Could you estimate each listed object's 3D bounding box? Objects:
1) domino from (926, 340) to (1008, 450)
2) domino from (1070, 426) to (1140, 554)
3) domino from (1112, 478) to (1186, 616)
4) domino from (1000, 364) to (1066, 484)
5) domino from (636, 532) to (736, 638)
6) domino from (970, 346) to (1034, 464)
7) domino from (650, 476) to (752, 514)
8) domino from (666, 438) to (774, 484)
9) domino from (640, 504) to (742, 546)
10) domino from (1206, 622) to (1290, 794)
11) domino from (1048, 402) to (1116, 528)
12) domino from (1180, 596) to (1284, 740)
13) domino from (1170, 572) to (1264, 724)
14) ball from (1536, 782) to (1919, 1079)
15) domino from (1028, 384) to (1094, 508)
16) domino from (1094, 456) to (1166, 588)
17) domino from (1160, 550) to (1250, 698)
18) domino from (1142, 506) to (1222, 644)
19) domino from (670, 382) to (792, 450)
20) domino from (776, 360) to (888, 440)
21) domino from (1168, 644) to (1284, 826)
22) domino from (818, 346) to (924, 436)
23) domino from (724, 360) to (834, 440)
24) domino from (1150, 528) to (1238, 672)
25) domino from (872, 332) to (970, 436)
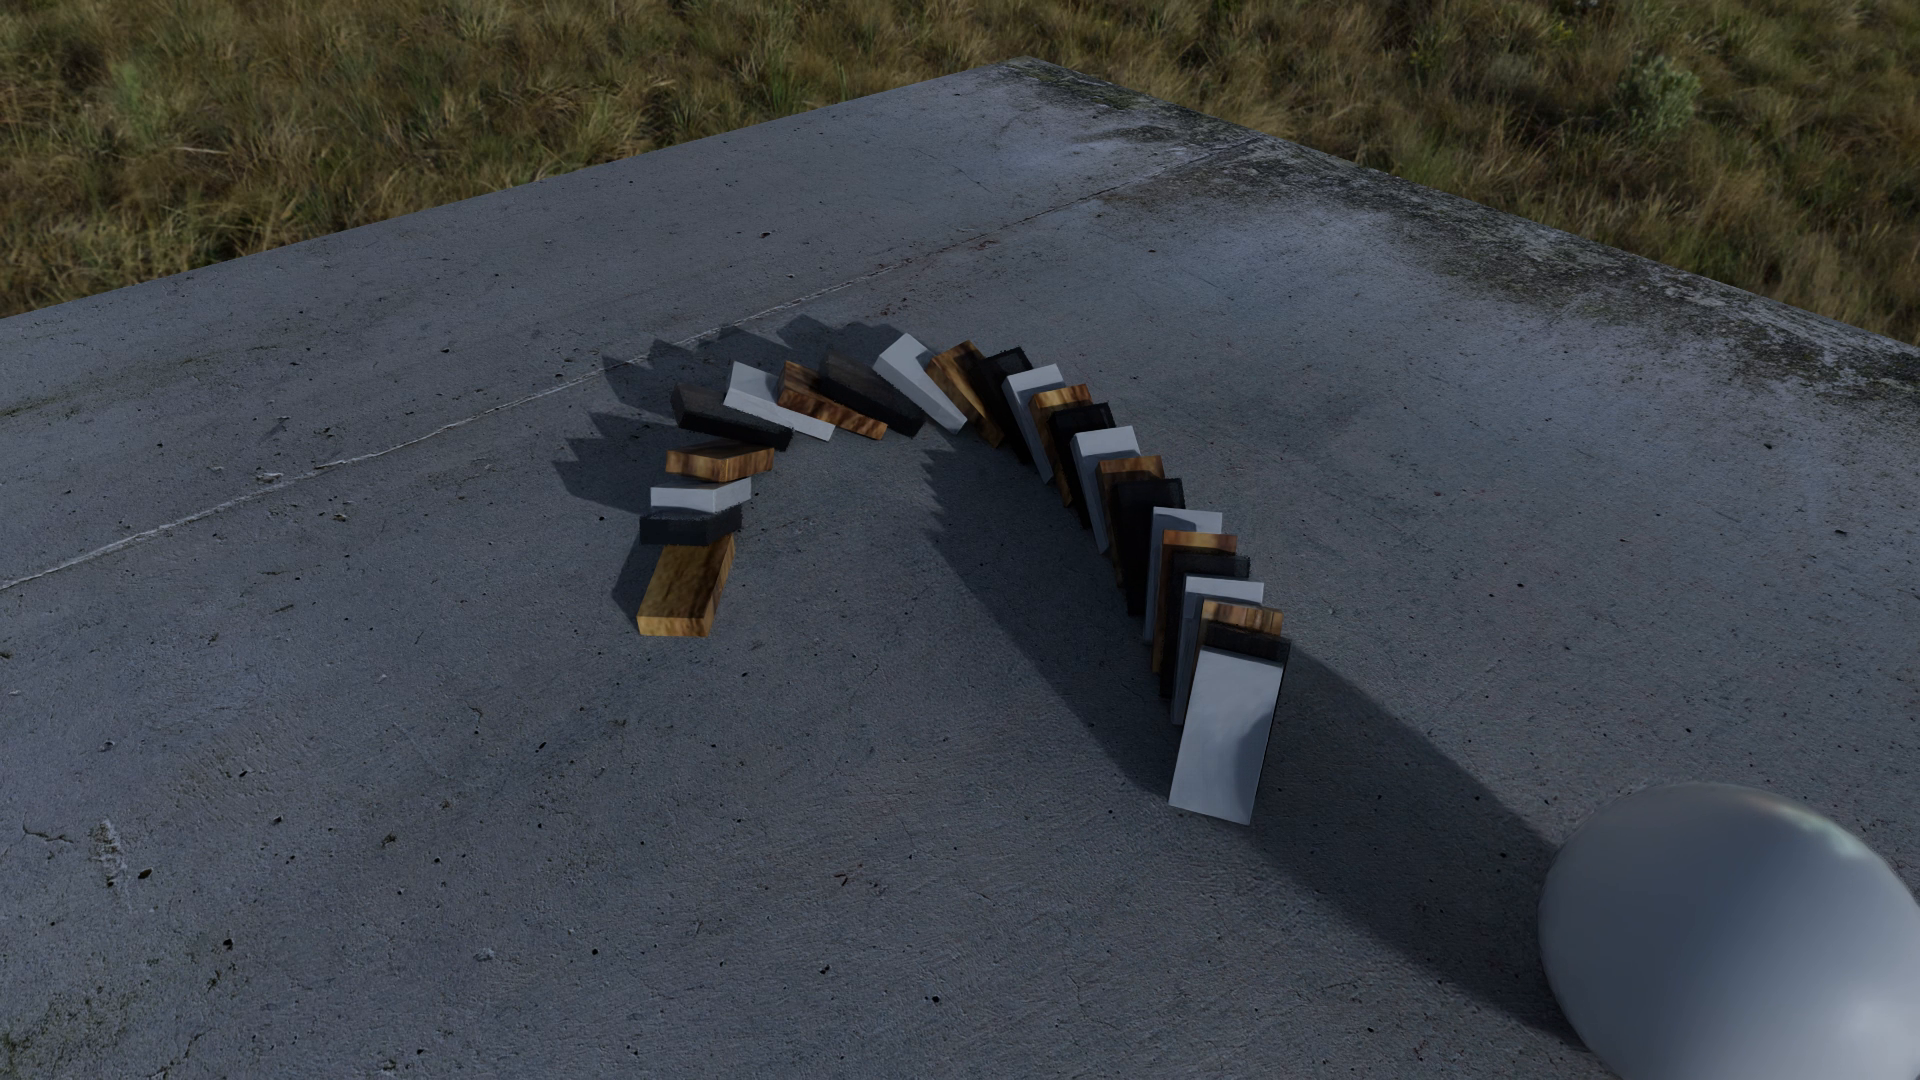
[{"bbox_3d":[0.010,-0.068,0.509,0.025,0.009,0.050,-34,77,-34],"label":"domino"},{"bbox_3d":[0.064,-0.021,0.448,0.025,0.009,0.050,-9,72,-14],"label":"domino"},{"bbox_3d":[0.074,0.002,0.418,0.025,0.010,0.050,-4,76,-5],"label":"domino"},{"bbox_3d":[0.040,-0.052,0.486,0.025,0.010,0.050,-17,75,-21],"label":"domino"},{"bbox_3d":[-0.105,0.016,0.424,0.025,0.009,0.050,2,39,2],"label":"domino"},{"bbox_3d":[0.028,-0.061,0.498,0.025,0.010,0.050,-23,77,-26],"label":"domino"},{"bbox_3d":[-0.104,-0.019,0.447,0.025,0.010,0.050,2,9,5],"label":"domino"},{"bbox_3d":[-0.101,-0.034,0.468,0.025,0.010,0.050,11,13,13],"label":"domino"},{"bbox_3d":[-0.105,-0.007,0.431,0.025,0.010,0.050,2,9,4],"label":"domino"},{"bbox_3d":[0.087,0.053,0.349,0.025,0.050,0.010,12,8,14],"label":"domino"},{"bbox_3d":[0.057,-0.032,0.461,0.025,0.010,0.050,-12,73,-16],"label":"domino"},{"bbox_3d":[0.088,0.046,0.358,0.025,0.050,0.009,9,7,11],"label":"domino"},{"bbox_3d":[0.086,0.037,0.368,0.025,0.050,0.010,5,7,6],"label":"domino"},{"bbox_3d":[0.185,0.099,0.266,0.080,0.080,0.080,0,39,0],"label":"ball"},{"bbox_3d":[0.050,-0.041,0.474,0.025,0.009,0.050,-14,74,-16],"label":"domino"},{"bbox_3d":[0.071,-0.008,0.433,0.025,0.009,0.050,-6,71,-7],"label":"domino"},{"bbox_3d":[0.084,0.030,0.377,0.025,0.050,0.010,5,7,6],"label":"domino"},{"bbox_3d":[0.082,0.014,0.404,0.025,0.009,0.050,5,75,5],"label":"domino"},{"bbox_3d":[-0.103,-0.055,0.494,0.050,0.009,0.025,11,31,-31],"label":"domino"},{"bbox_3d":[-0.058,-0.064,0.506,0.050,0.009,0.025,17,35,-20],"label":"domino"},{"bbox_3d":[0.082,0.060,0.340,0.025,0.050,0.009,12,8,14],"label":"domino"},{"bbox_3d":[-0.040,-0.068,0.505,0.050,0.009,0.025,25,32,-22],"label":"domino"},{"bbox_3d":[-0.082,-0.064,0.504,0.050,0.009,0.025,18,33,-19],"label":"domino"},{"bbox_3d":[0.082,0.022,0.388,0.025,0.050,0.009,5,3,6],"label":"domino"},{"bbox_3d":[-0.014,-0.073,0.515,0.050,0.010,0.025,39,46,2],"label":"domino"}]
